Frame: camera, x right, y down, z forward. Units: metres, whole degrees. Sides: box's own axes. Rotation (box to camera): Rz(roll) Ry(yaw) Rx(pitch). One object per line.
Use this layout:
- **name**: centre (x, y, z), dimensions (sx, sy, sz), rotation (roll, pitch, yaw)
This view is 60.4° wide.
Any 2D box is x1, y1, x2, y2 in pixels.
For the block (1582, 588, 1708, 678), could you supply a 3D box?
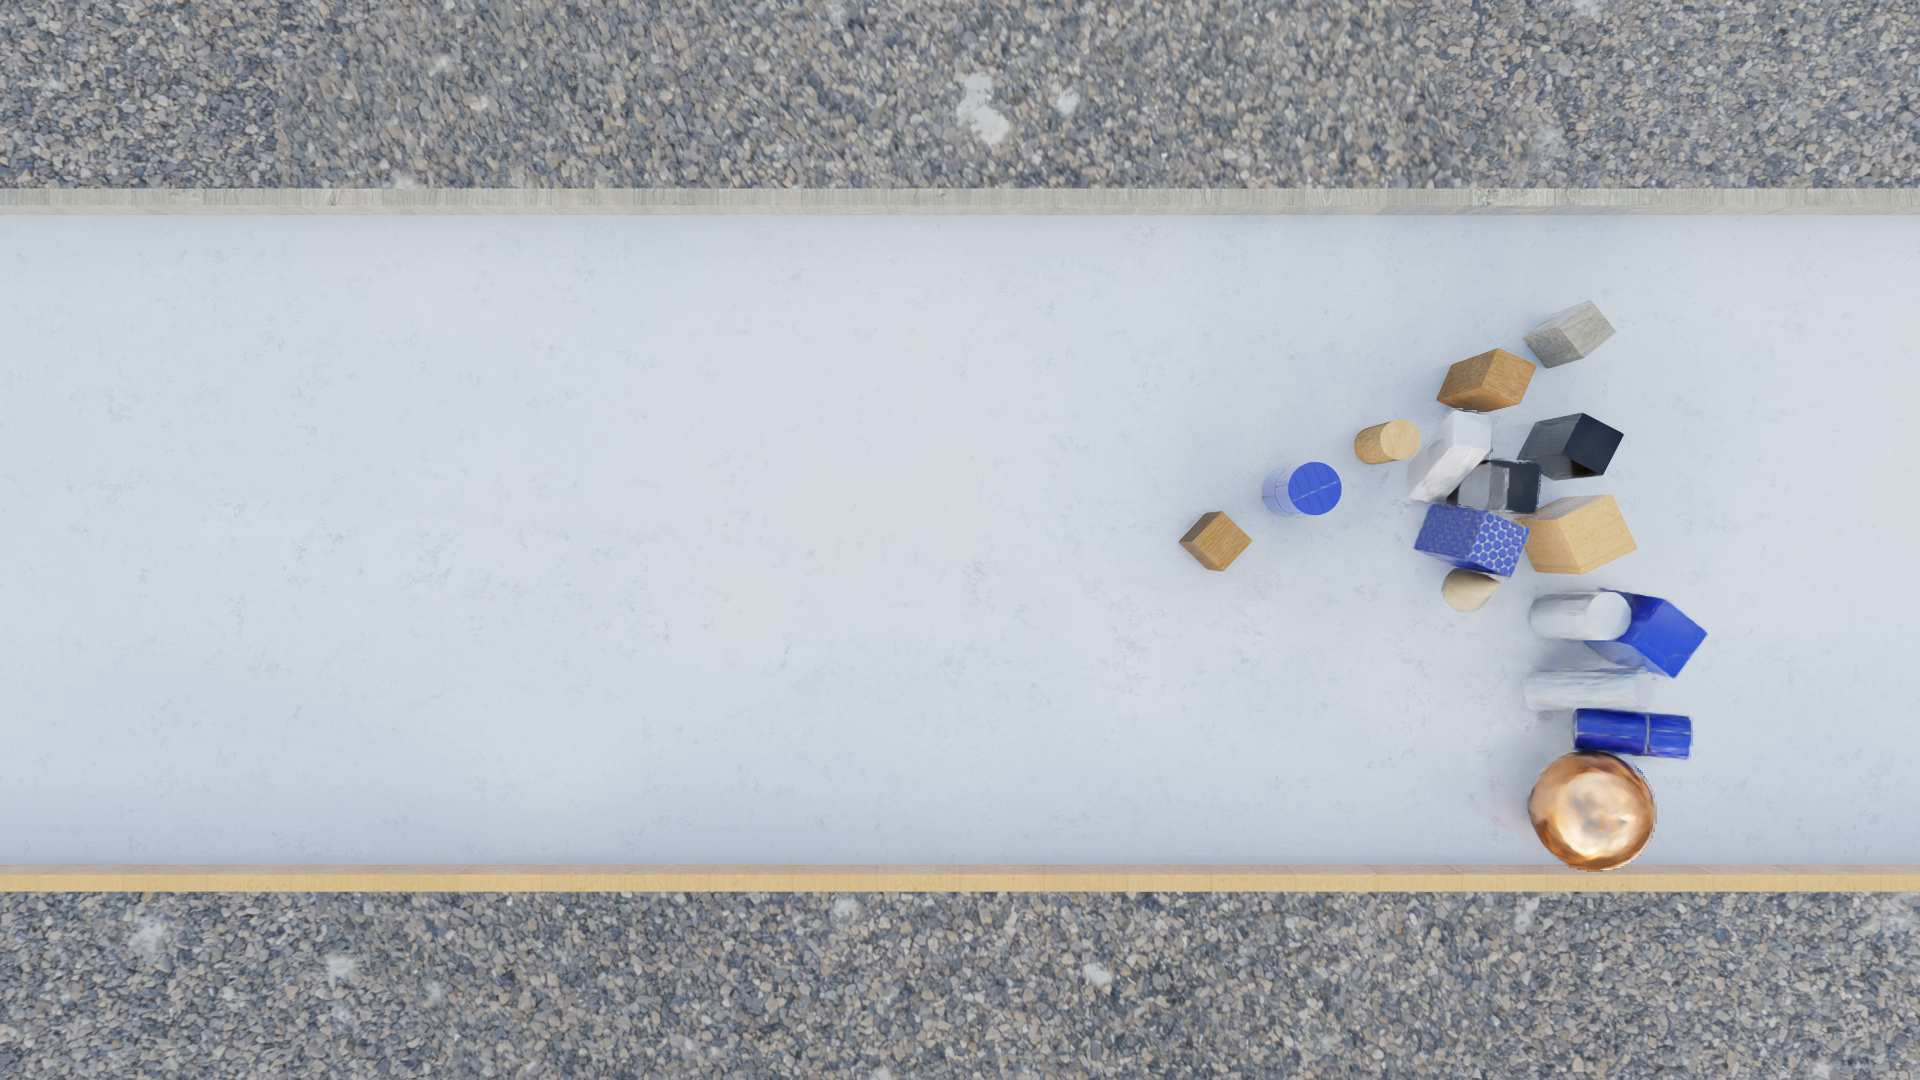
- **block**: centre (1.998, 0.272, 4.877), dimensions (0.163, 0.382, 0.163), rotation (37, 89, -6)

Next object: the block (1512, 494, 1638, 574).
- **block**: centre (1.811, -0.016, 4.882), dimensions (0.173, 0.390, 0.173), rotation (-25, 90, 0)

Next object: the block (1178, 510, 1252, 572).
- **block**: centre (0.759, 0.004, 4.920), dimensions (0.124, 0.312, 0.124), rotation (44, 90, 0)

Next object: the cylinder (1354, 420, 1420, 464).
- **cylinder**: centre (1.271, -0.290, 4.919), dimensions (0.117, 0.314, 0.117), rotation (0, 90, 0)

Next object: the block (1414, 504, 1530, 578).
- **block**: centre (1.516, -0.001, 4.903), dimensions (0.150, 0.319, 0.150), rotation (22, 90, -14)

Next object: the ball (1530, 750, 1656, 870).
- **ball**: centre (1.850, 0.790, 4.832), dimensions (0.345, 0.345, 0.345), rotation (0, 90, 0)

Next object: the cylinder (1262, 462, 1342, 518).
- **cylinder**: centre (1.004, -0.145, 4.871), dimensions (0.152, 0.410, 0.152), rotation (0, 90, 0)

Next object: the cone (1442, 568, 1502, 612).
- **cone**: centre (1.550, 0.138, 4.887), dimensions (0.144, 0.368, 0.144), rotation (0, 85, 1)

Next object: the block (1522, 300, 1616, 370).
- **block**: centre (1.816, -0.611, 4.925), dimensions (0.121, 0.303, 0.121), rotation (-39, 90, 0)

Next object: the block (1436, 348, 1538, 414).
- **block**: centre (1.544, -0.461, 4.856), dimensions (0.120, 0.440, 0.120), rotation (24, 90, 0)

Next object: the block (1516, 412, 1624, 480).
- **block**: centre (1.800, -0.273, 4.884), dimensions (0.134, 0.385, 0.134), rotation (27, 90, 0)

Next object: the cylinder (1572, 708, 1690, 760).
- **cylinder**: centre (2.004, 0.577, 4.932), dimensions (0.315, 0.132, 0.132), rotation (3, 90, 17)

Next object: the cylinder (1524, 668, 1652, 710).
- **cylinder**: centre (1.868, 0.445, 4.914), dimensions (0.117, 0.342, 0.117), rotation (8, 79, -43)

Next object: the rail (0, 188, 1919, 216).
- **rail**: centre (-2.247, -1.025, 5.002), dimensions (12.000, 0.150, 0.050), rotation (0, 90, 0)

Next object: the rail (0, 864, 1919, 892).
- **rail**: centre (-2.247, 1.025, 5.001), dimensions (12.000, 0.150, 0.050), rotation (0, 90, 0)

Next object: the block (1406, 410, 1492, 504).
- **block**: centre (1.438, -0.241, 4.869), dimensions (0.108, 0.400, 0.108), rotation (9, 68, -2)

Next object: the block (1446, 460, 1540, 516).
- **block**: centre (1.573, -0.153, 4.882), dimensions (0.141, 0.387, 0.141), rotation (6, 90, -1)

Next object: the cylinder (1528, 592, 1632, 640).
- **cylinder**: centre (1.839, 0.226, 4.903), dimensions (0.139, 0.328, 0.139), rotation (0, 87, -10)
